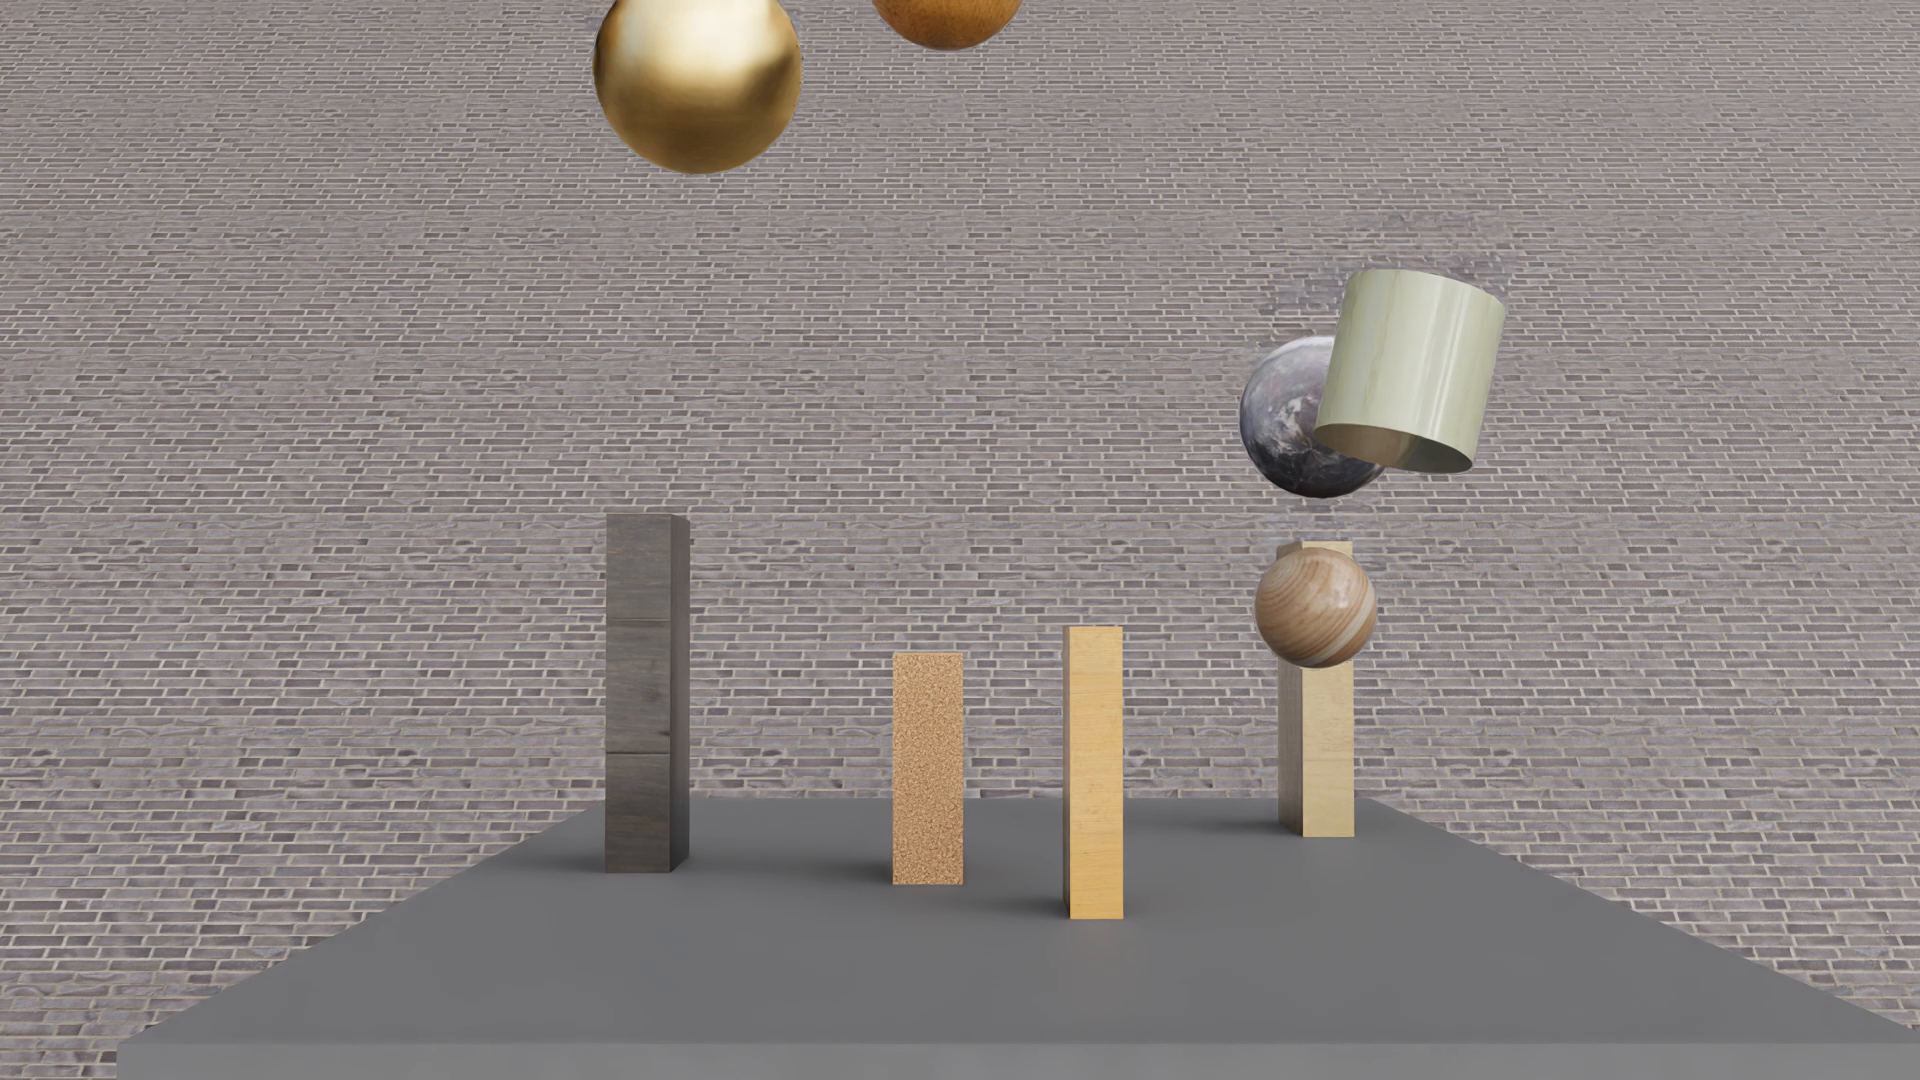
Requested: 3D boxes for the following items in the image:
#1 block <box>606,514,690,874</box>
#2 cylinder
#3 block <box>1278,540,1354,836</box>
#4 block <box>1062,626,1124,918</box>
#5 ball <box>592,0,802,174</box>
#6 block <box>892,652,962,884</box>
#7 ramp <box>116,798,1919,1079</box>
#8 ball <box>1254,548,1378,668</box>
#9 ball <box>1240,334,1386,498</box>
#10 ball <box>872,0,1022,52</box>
[{"bbox_3d":[-0.594,0.288,4.964,0.119,0.662,0.349,0,-2,0],"label":"block"},{"bbox_3d":[0.466,-0.173,2.692,0.166,0.166,0.166,11,80,16],"label":"cylinder"},{"bbox_3d":[0.794,0.327,5.826,0.110,0.638,0.436,0,-2,0],"label":"block"},{"bbox_3d":[0.213,0.367,4.192,0.082,0.454,0.288,0,-2,0],"label":"block"},{"bbox_3d":[-0.224,-0.404,2.225,0.179,0.179,0.179,0,35,0],"label":"ball"},{"bbox_3d":[-0.057,0.411,4.770,0.123,0.403,0.377,0,-2,0],"label":"block"},{"bbox_3d":[0.077,0.665,4.838,2.000,0.100,4.000,0,-2,0],"label":"ramp"},{"bbox_3d":[0.413,0.079,3.015,0.141,0.141,0.141,0,35,0],"label":"ball"},{"bbox_3d":[0.408,-0.139,2.930,0.185,0.185,0.185,0,35,0],"label":"ball"},{"bbox_3d":[-0.012,-0.521,2.359,0.151,0.151,0.151,0,35,0],"label":"ball"}]
